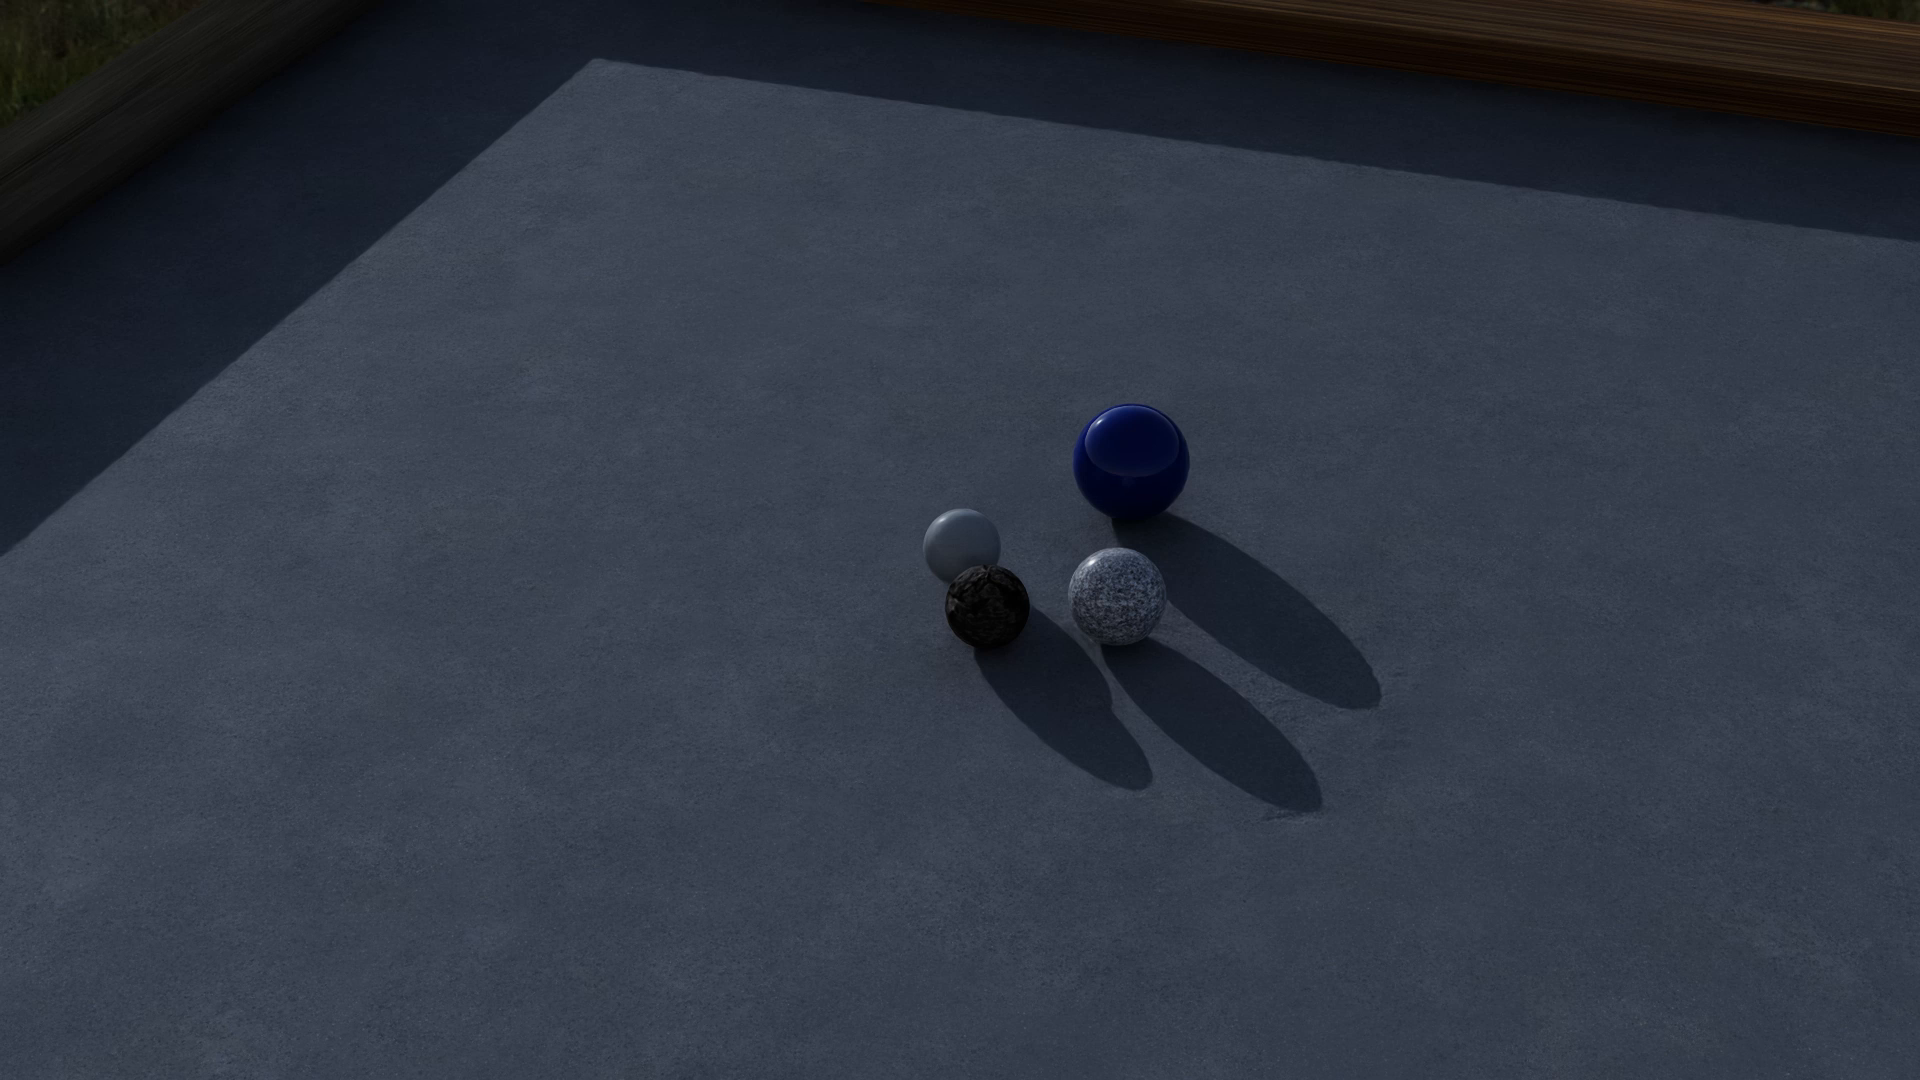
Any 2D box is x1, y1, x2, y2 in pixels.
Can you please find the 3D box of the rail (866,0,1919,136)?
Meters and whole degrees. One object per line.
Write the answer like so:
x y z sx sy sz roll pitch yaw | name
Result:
1.376 -0.413 2.622 4.278 0.126 0.045 11 35 16 | rail

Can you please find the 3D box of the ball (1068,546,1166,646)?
0.121 0.043 1.971 0.076 0.076 0.076 0 33 0 | ball

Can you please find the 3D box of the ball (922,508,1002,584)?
0.002 0.006 2.040 0.062 0.062 0.062 0 33 0 | ball

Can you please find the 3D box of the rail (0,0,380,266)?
-0.989 -0.208 2.307 0.045 0.126 2.293 11 35 16 | rail

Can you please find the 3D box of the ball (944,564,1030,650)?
0.021 0.051 1.969 0.065 0.065 0.065 0 33 0 | ball

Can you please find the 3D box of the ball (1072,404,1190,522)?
0.141 -0.064 2.116 0.097 0.097 0.097 0 33 0 | ball
